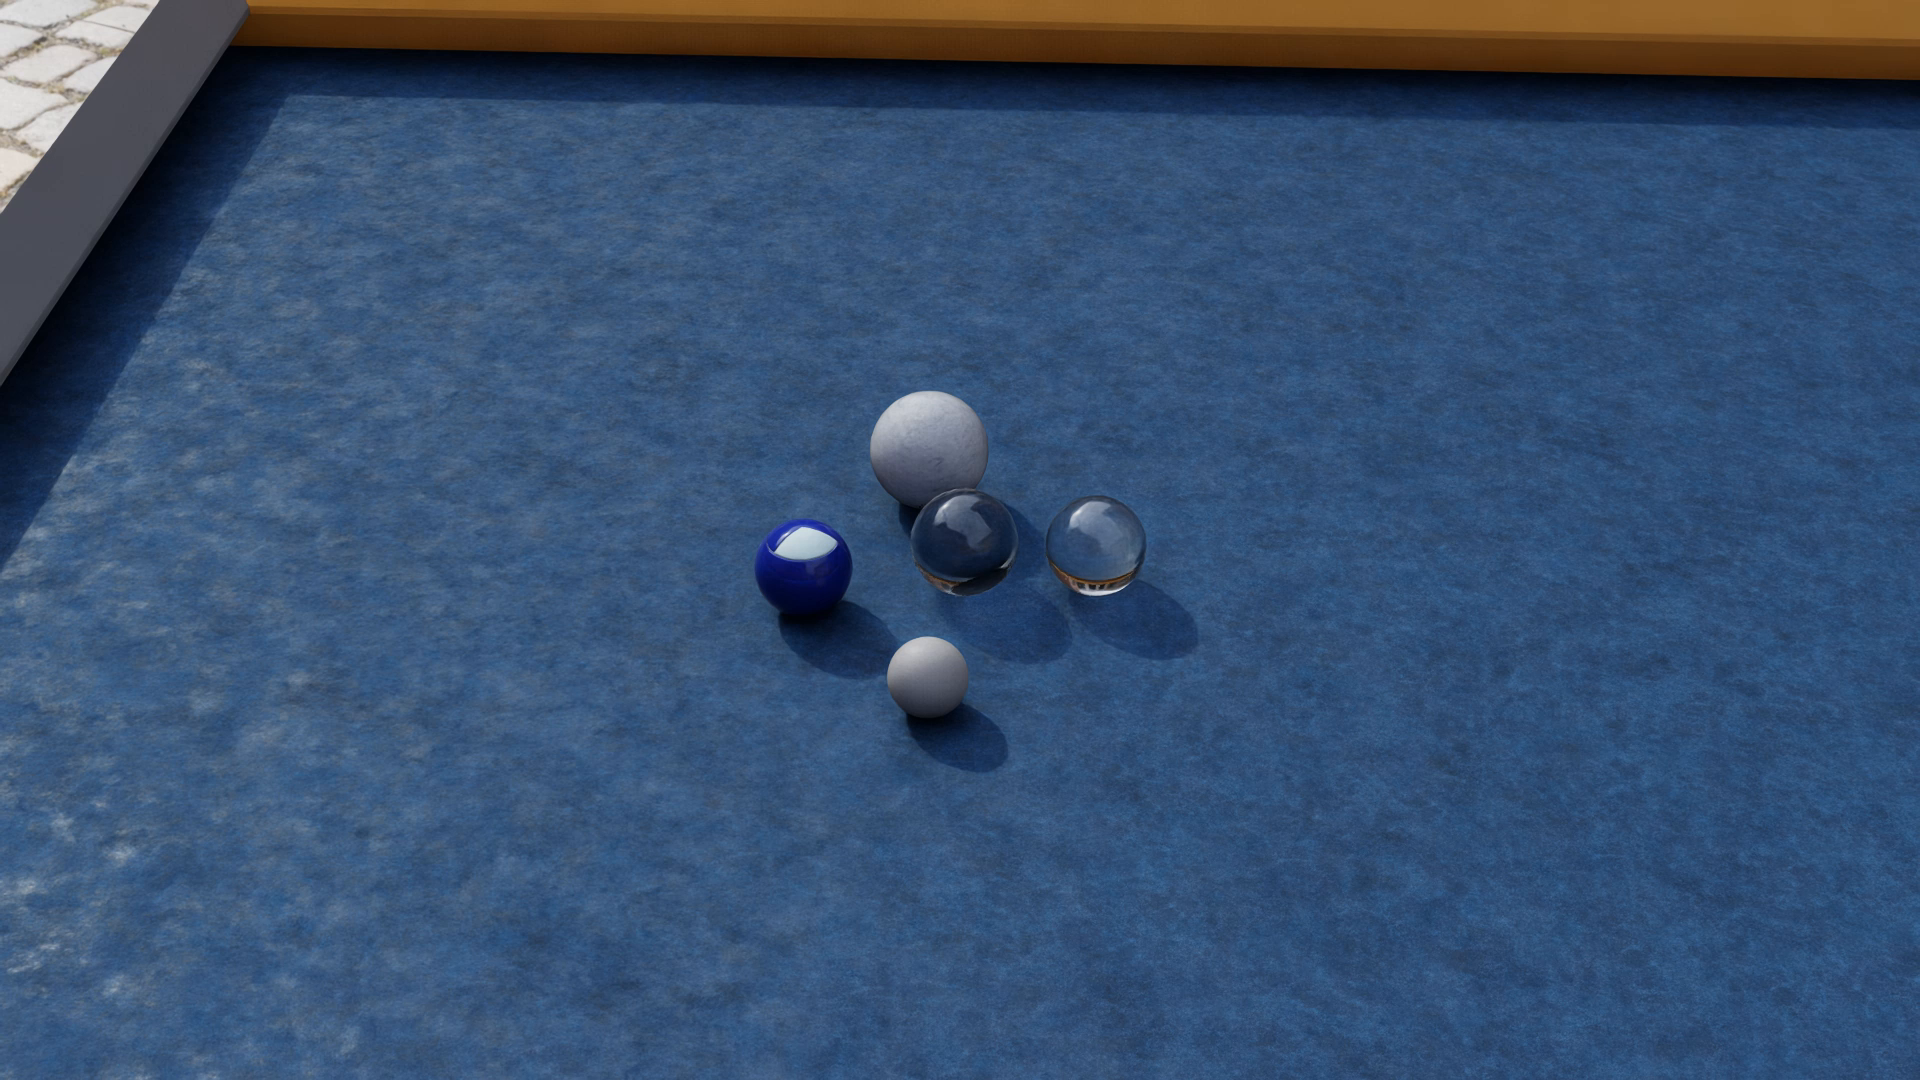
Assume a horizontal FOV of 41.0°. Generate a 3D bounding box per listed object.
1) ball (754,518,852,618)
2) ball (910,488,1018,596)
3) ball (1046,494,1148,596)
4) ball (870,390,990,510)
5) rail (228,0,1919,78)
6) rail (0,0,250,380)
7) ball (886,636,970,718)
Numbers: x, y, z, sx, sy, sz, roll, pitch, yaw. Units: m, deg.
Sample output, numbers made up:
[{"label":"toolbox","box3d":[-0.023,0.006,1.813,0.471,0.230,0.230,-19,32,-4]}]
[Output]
[{"label":"ball","box3d":[-0.109,0.019,1.783,0.069,0.069,0.069,0,35,0]},{"label":"ball","box3d":[0.003,0.002,1.802,0.076,0.076,0.076,0,35,0]},{"label":"ball","box3d":[0.096,0.004,1.802,0.071,0.071,0.071,0,35,0]},{"label":"ball","box3d":[-0.023,-0.066,1.887,0.088,0.088,0.088,0,35,0]},{"label":"rail","box3d":[0.819,-0.488,2.460,3.116,0.114,0.045,2,35,2]},{"label":"rail","box3d":[-0.755,-0.039,1.825,0.045,0.114,1.752,2,35,2]},{"label":"ball","box3d":[-0.021,0.091,1.694,0.054,0.054,0.054,0,35,0]}]
